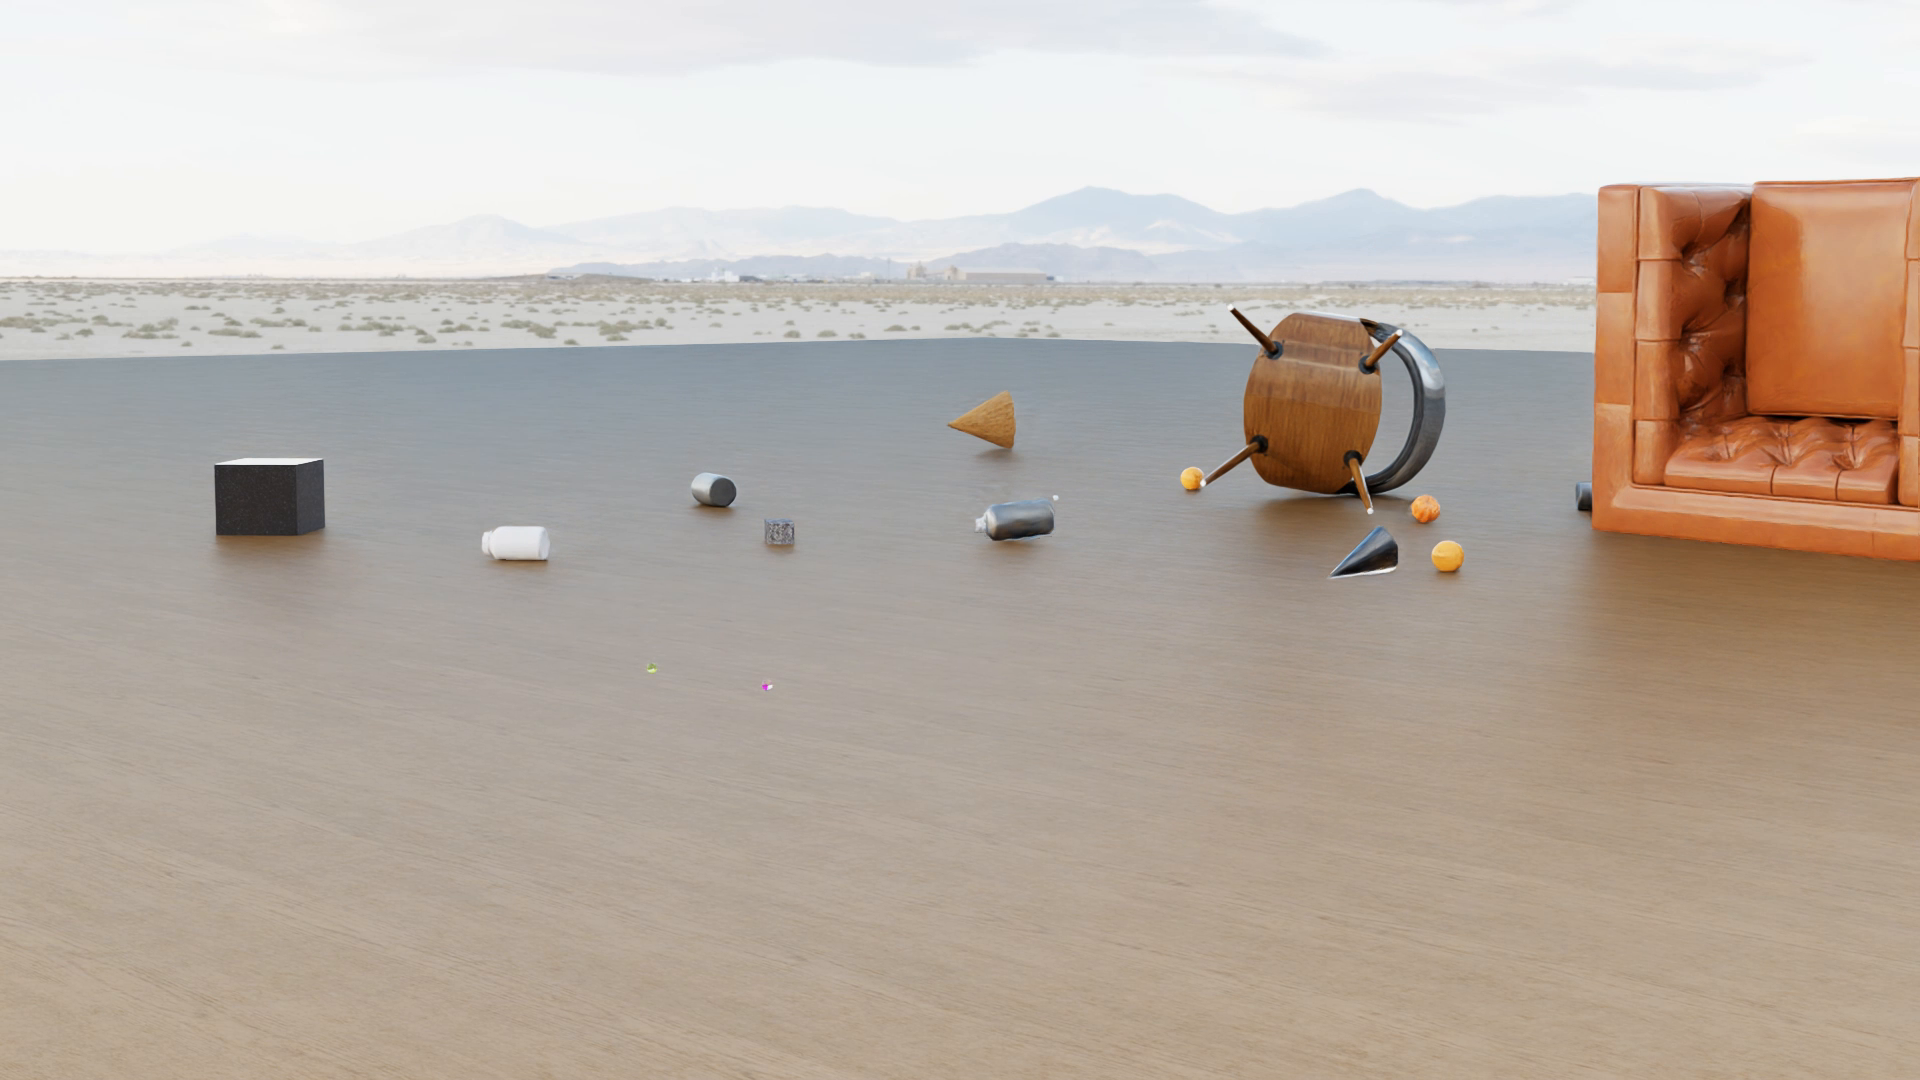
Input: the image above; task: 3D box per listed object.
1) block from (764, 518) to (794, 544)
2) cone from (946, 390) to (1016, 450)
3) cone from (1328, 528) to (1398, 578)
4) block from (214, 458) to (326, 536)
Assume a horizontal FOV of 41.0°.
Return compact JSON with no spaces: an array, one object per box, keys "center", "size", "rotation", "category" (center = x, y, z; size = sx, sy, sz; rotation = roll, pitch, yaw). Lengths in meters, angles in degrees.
[{"center":[-0.448,-0.021,6.363],"size":[0.062,0.051,0.118],"rotation":[-1,6,-10],"category":"block"},{"center":[0.064,-0.443,9.680],"size":[0.249,0.228,0.153],"rotation":[-6,10,-19],"category":"cone"},{"center":[0.867,0.053,5.640],"size":[0.182,0.111,0.094],"rotation":[-24,45,-33],"category":"cone"},{"center":[-1.779,-0.112,6.620],"size":[0.212,0.181,0.213],"rotation":[0,6,5],"category":"block"}]
